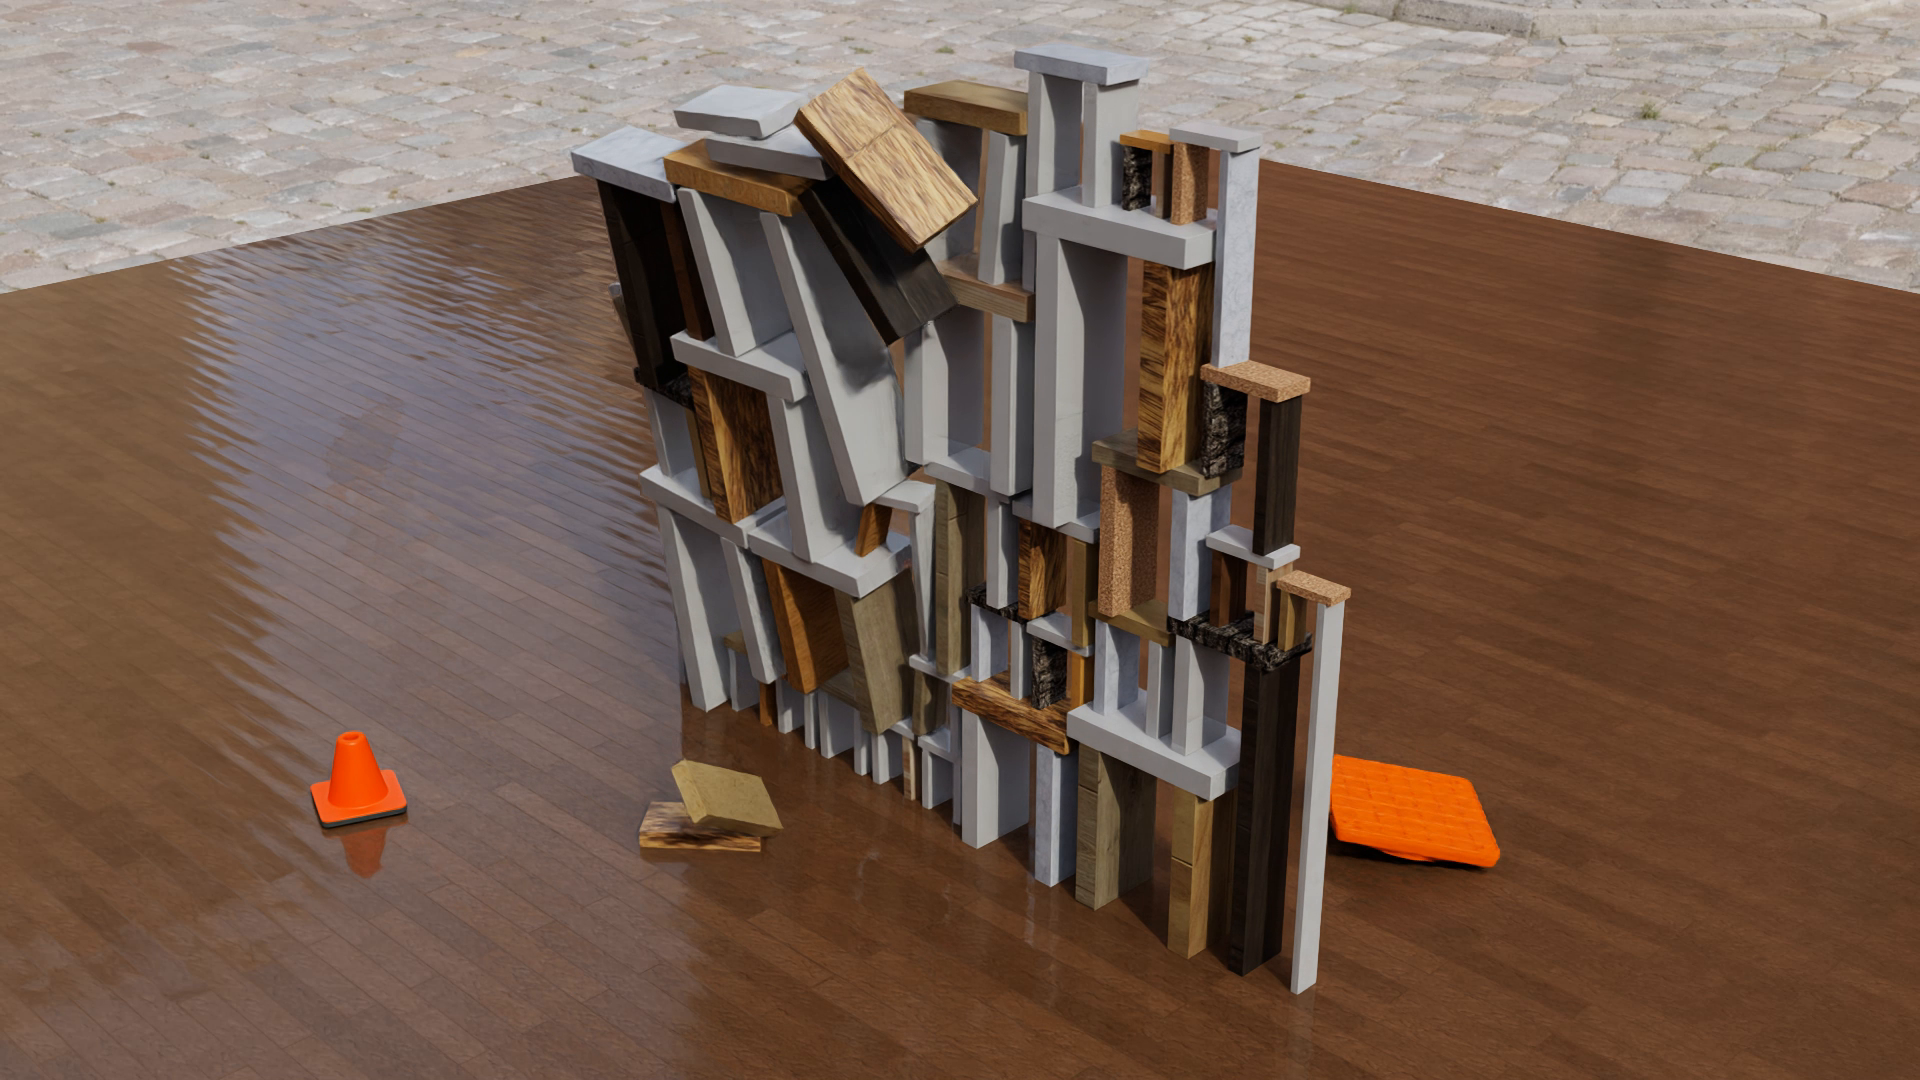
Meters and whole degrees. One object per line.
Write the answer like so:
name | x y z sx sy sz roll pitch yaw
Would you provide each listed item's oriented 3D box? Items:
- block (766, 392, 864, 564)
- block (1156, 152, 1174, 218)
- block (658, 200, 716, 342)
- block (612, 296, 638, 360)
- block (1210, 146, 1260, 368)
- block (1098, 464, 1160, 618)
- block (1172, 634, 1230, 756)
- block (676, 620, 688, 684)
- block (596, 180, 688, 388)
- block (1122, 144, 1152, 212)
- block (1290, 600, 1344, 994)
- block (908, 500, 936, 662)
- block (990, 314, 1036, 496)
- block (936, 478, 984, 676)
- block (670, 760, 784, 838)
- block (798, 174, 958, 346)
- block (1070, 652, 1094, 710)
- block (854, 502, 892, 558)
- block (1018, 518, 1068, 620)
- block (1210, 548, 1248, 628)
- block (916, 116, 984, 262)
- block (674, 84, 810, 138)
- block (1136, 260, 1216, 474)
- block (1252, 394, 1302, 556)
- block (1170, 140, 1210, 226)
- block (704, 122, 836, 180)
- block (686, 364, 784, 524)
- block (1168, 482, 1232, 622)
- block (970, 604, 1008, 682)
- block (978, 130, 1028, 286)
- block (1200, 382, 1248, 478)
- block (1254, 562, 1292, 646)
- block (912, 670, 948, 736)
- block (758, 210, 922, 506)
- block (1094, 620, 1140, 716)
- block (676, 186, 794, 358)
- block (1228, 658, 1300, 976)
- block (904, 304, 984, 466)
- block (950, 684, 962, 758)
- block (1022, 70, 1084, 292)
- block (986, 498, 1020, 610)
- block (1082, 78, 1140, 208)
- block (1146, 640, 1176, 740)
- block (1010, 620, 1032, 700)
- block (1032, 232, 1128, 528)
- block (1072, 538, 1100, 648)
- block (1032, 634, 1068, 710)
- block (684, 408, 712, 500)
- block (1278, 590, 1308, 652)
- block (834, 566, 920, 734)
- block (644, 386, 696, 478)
block | -0.264 -0.156 4.259 0.178 0.369 0.050 -32 40 -33
block | 0.346 -0.586 3.606 0.054 0.109 0.015 -21 31 -41
block | -0.480 -0.545 4.216 0.041 0.292 0.146 21 42 40
block | -0.653 -0.442 4.528 0.073 0.146 0.021 -28 16 -26
block | 0.444 -0.457 3.553 0.068 0.359 0.019 -17 28 -34
block | 0.299 -0.014 3.890 0.119 0.282 0.034 -21 31 -41
block | 0.426 0.257 3.874 0.113 0.227 0.032 -21 31 -40
block | -0.605 -0.124 4.832 0.021 0.953 0.073 21 31 41
block | -0.608 -0.537 4.377 0.041 0.454 0.146 21 42 39
block | 0.295 -0.606 3.653 0.054 0.109 0.015 -21 31 -41
block | 0.608 0.444 3.748 0.015 0.755 0.054 21 31 41
block | -0.055 0.075 4.261 0.072 0.360 0.020 -32 43 -33
block | 0.131 -0.262 3.975 0.047 0.334 0.167 22 31 40
block | 0.000 0.058 4.249 0.031 0.408 0.110 18 29 36
block | -0.446 0.500 4.236 0.283 0.034 0.120 26 33 -62
block | -0.143 -0.506 3.845 0.150 0.301 0.043 -35 7 -35
block | 0.240 0.266 4.076 0.075 0.150 0.021 -21 31 -41
block | -0.164 -0.037 4.260 0.020 0.143 0.072 36 49 20
block | 0.154 0.040 4.079 0.099 0.199 0.028 -21 31 -40
block | 0.459 0.072 3.754 0.071 0.142 0.020 -21 31 -40
block | -0.025 -0.642 3.970 0.039 0.272 0.136 25 33 35
block | -0.389 -0.766 3.921 0.239 0.034 0.120 16 42 43
block | 0.379 -0.307 3.678 0.179 0.358 0.051 -21 31 -41
block | 0.520 -0.113 3.607 0.023 0.272 0.081 21 31 40
block | 0.374 -0.584 3.567 0.068 0.136 0.019 -21 31 -41
block | -0.291 -0.699 3.854 0.301 0.043 0.150 17 44 40
block | -0.434 -0.227 4.411 0.050 0.355 0.178 24 44 39
block | 0.412 0.010 3.780 0.034 0.238 0.119 21 31 40
block | 0.058 0.187 4.250 0.080 0.160 0.023 -21 31 -40
block | 0.103 -0.592 3.854 0.039 0.272 0.136 27 35 37
block | 0.439 -0.192 3.655 0.081 0.163 0.023 -18 29 -36
block | 0.526 0.099 3.691 0.071 0.142 0.020 -21 31 -40
block | -0.059 0.314 4.415 0.021 0.149 0.075 26 34 37
block | -0.214 -0.361 4.061 0.047 0.586 0.165 10 35 43
block | 0.287 0.219 4.013 0.094 0.188 0.027 -21 31 -41
block | -0.413 -0.530 4.133 0.165 0.330 0.047 -32 32 -33
block | 0.532 0.477 3.851 0.032 0.614 0.113 21 31 41
block | -0.029 -0.323 4.117 0.047 0.334 0.167 20 30 39
block | 0.014 0.345 4.350 0.021 0.158 0.075 21 31 39
block | 0.159 -0.623 3.788 0.104 0.382 0.029 -21 33 -40
block | 0.100 0.010 4.123 0.110 0.220 0.031 -21 31 -40
block | 0.251 -0.667 3.670 0.104 0.208 0.029 -21 30 -40
block | 0.375 0.253 3.931 0.094 0.188 0.027 -21 31 -40
block | 0.133 0.216 4.180 0.080 0.160 0.023 -21 31 -40
block | 0.211 -0.295 3.866 0.179 0.528 0.051 -21 31 -40
block | 0.248 0.082 3.995 0.028 0.210 0.099 21 31 40
block | 0.169 0.238 4.141 0.075 0.150 0.021 -21 31 -41
block | -0.496 -0.200 4.512 0.107 0.214 0.030 -31 39 -32
block | 0.556 0.126 3.668 0.054 0.109 0.015 -21 31 -40
block | -0.150 0.207 4.412 0.046 0.341 0.162 21 42 41
block | -0.592 -0.249 4.604 0.107 0.214 0.030 -31 39 -32
